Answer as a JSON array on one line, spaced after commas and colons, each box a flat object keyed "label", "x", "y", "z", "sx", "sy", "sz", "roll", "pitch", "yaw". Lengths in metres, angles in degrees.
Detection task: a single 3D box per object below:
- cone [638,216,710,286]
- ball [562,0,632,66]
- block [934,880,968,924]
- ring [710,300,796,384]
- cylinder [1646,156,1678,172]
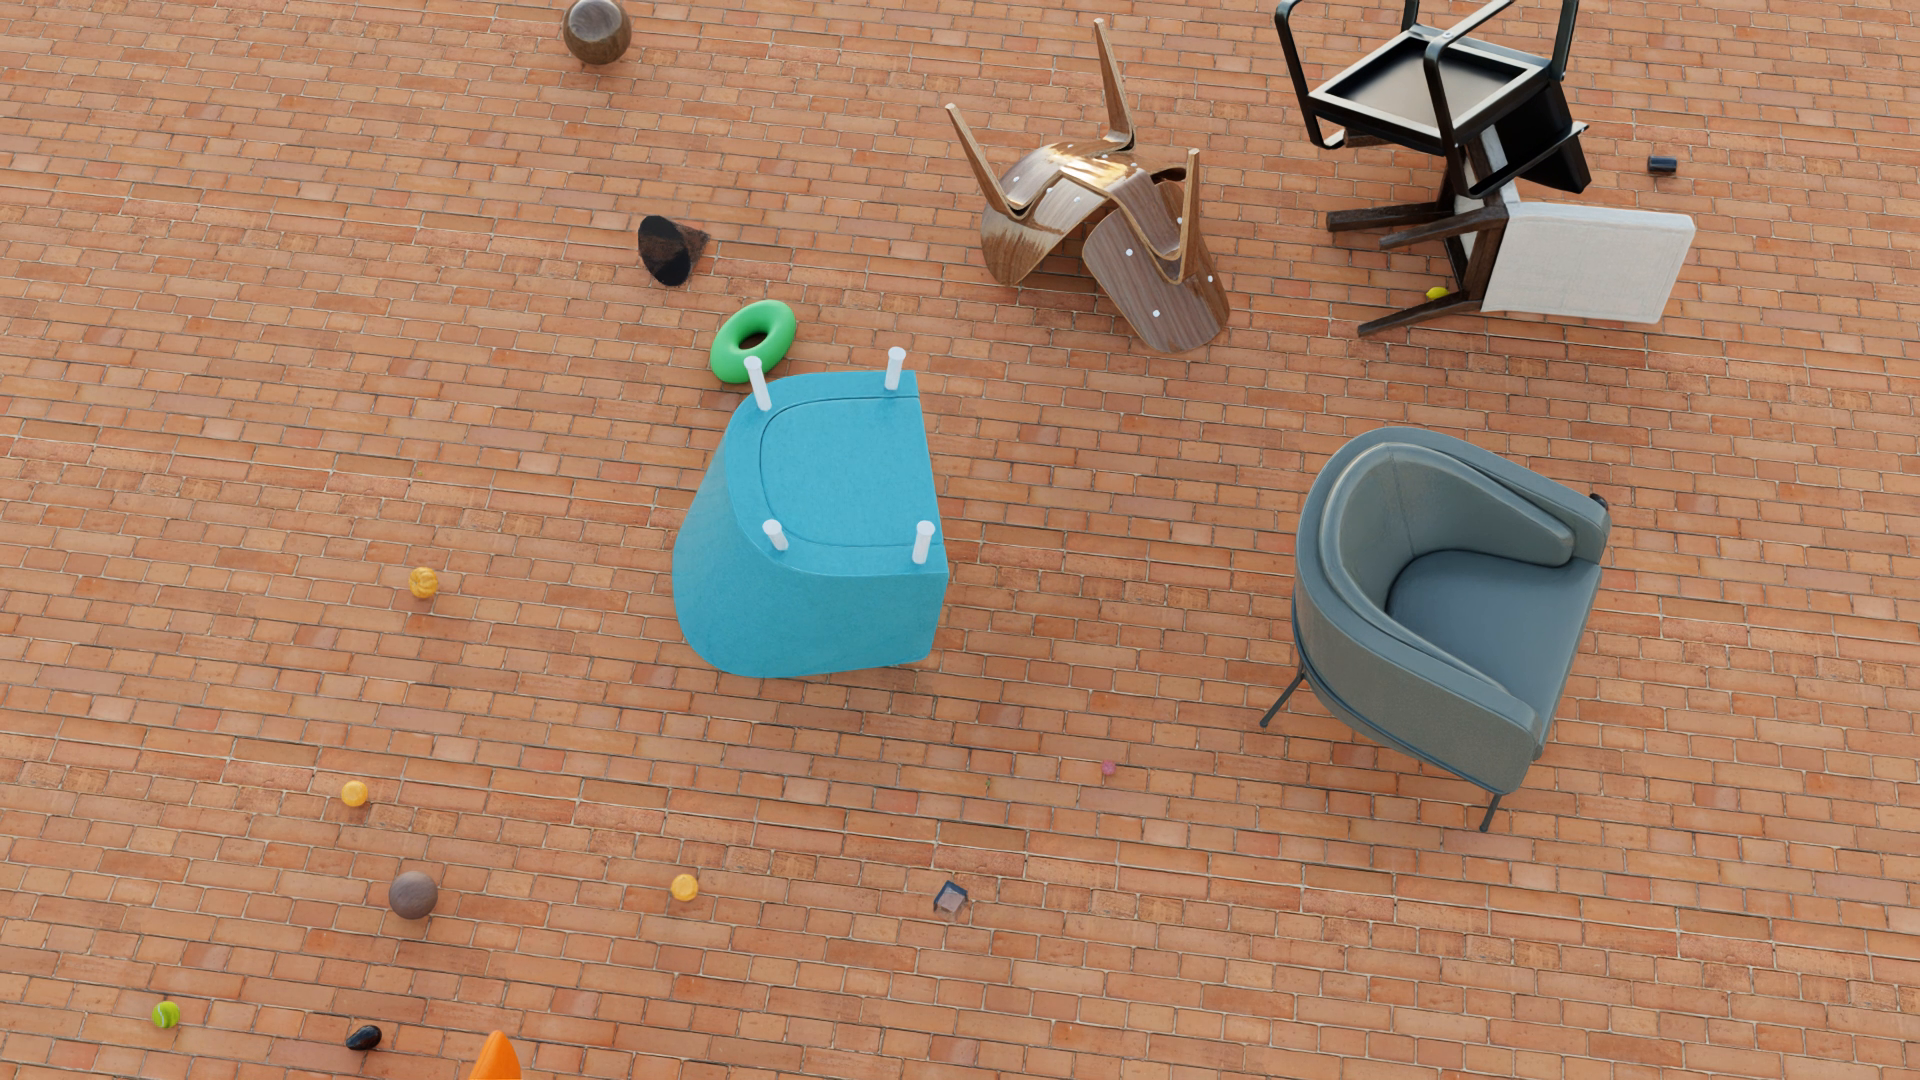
[{"label": "cone", "x": -0.887, "y": -0.969, "z": 7.164, "sx": 0.231, "sy": 0.211, "sz": 0.242, "roll": -30, "pitch": 91, "yaw": -48}, {"label": "ball", "x": -1.256, "y": -1.766, "z": 7.615, "sx": 0.240, "sy": 0.240, "sz": 0.240, "roll": 0, "pitch": 56, "yaw": 0}, {"label": "block", "x": -0.025, "y": 0.968, "z": 5.878, "sx": 0.064, "sy": 0.077, "sz": 0.072, "roll": 26, "pitch": 60, "yaw": 17}, {"label": "ring", "x": -0.652, "y": -0.625, "z": 6.924, "sx": 0.211, "sy": 0.116, "sz": 0.343, "roll": 32, "pitch": 61, "yaw": 17}, {"label": "cylinder", "x": 2.359, "y": -1.263, "z": 7.391, "sx": 0.087, "sy": 0.049, "sz": 0.057, "roll": 4, "pitch": 34, "yaw": 3}]
